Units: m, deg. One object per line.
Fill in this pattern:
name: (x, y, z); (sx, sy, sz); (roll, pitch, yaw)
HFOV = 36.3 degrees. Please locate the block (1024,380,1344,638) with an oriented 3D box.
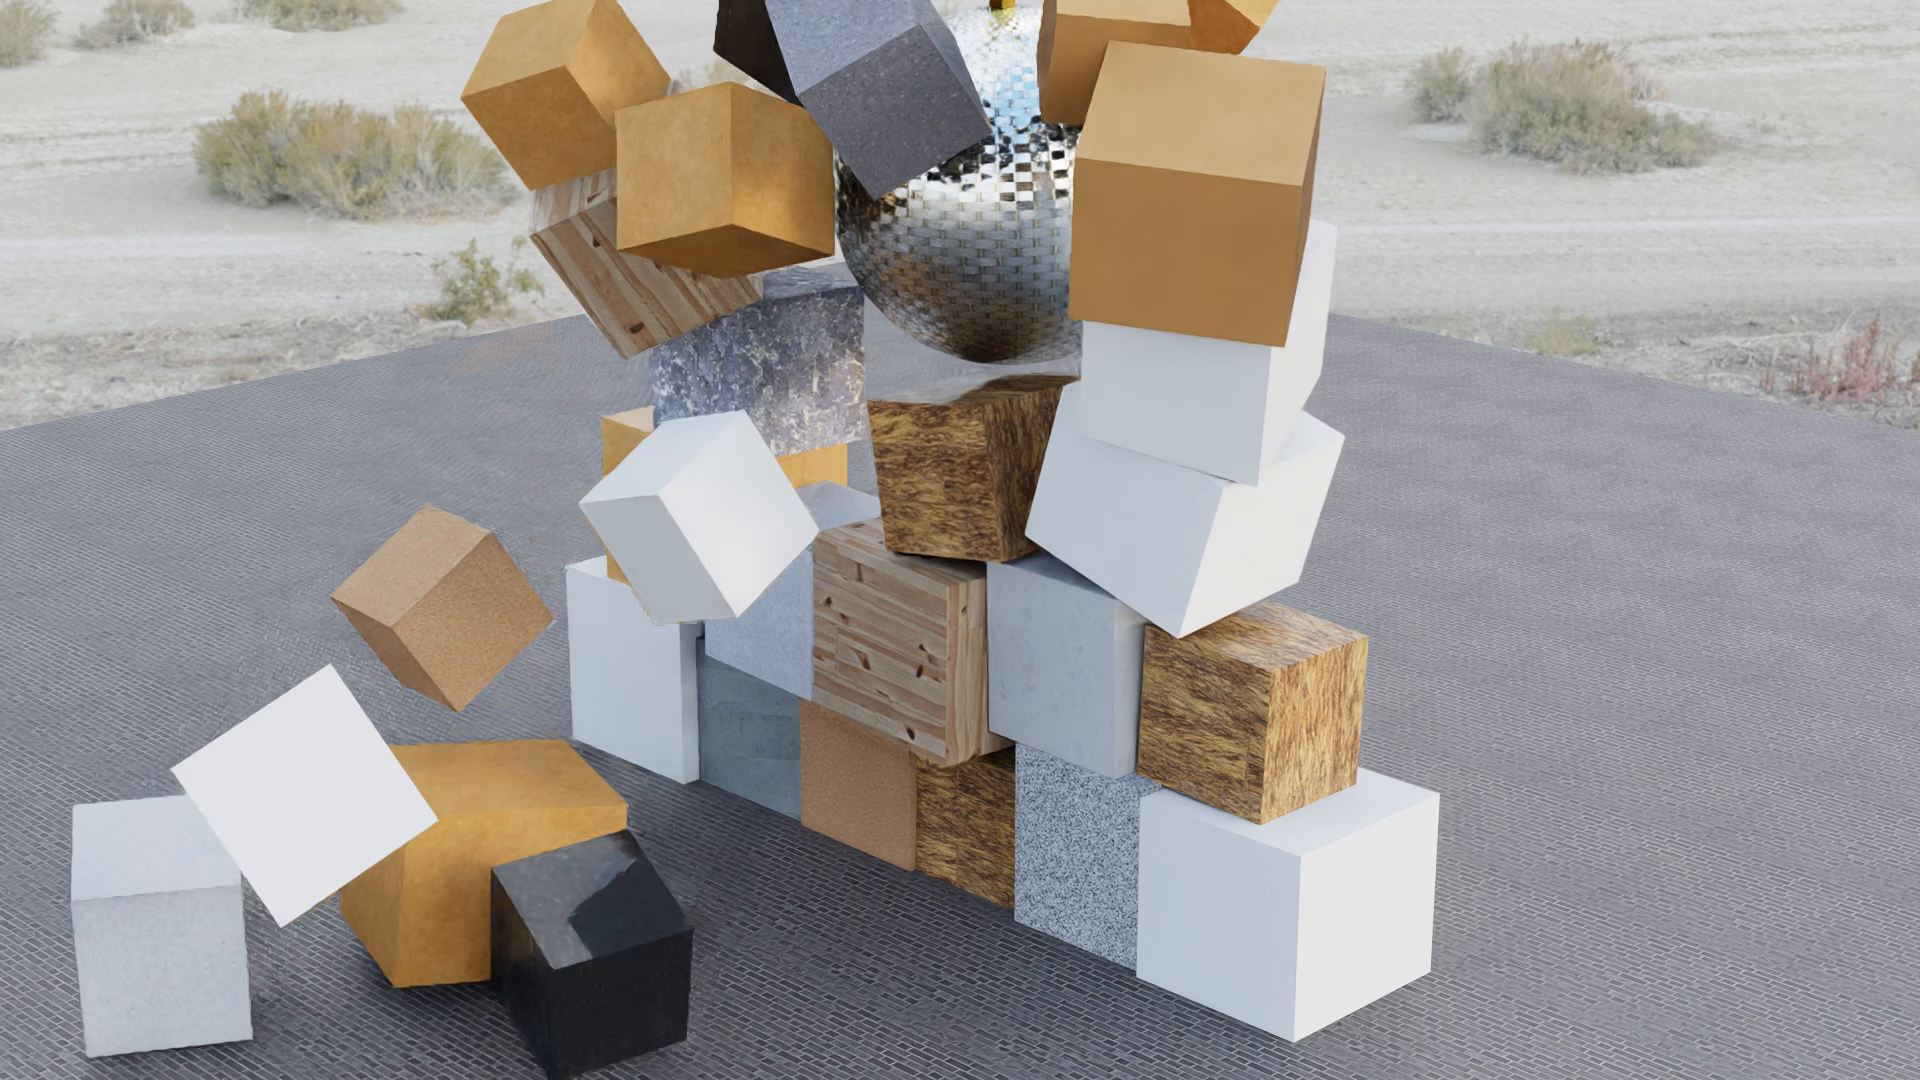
block: (0.930, -0.225, 12.224); (0.861, 0.733, 0.830); (34, 37, 30)

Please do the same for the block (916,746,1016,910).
block: (0.284, 1.208, 13.407); (0.687, 0.656, 0.676); (-17, 24, -42)

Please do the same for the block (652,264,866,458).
block: (-0.965, -0.868, 13.978); (0.697, 0.754, 0.775); (-14, 22, -37)

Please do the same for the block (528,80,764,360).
block: (-1.420, -1.470, 13.468); (0.737, 0.798, 0.737); (-22, 39, 17)

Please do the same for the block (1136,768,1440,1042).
block: (1.377, 1.457, 12.345); (0.923, 0.817, 0.851); (-17, 24, -42)

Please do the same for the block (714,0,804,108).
block: (-0.629, -2.451, 13.281); (0.708, 0.735, 0.582); (36, 45, 28)

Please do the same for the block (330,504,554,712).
block: (-2.260, 0.292, 12.812); (0.599, 0.543, 0.551); (-46, 38, -20)

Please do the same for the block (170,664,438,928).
block: (-2.452, 0.960, 10.965); (0.676, 0.696, 0.697); (-35, 3, -15)

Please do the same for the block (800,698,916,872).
block: (-0.237, 1.027, 13.878); (0.712, 0.720, 0.760); (-16, 24, -42)

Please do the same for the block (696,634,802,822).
block: (-0.763, 0.839, 14.429); (0.724, 0.748, 0.777); (-17, 24, -42)

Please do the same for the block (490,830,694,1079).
block: (-1.478, 1.653, 11.709); (0.590, 0.613, 0.631); (-14, 40, -27)

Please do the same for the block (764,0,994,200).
block: (-0.332, -1.924, 11.884); (0.562, 0.654, 0.676); (-29, 46, 10)

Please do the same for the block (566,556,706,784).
block: (-1.372, 0.577, 14.953); (0.886, 0.933, 0.869); (17, 24, 42)

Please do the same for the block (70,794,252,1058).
block: (-3.250, 1.553, 11.946); (0.643, 0.736, 0.743); (-4, 26, -14)

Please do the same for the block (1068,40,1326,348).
block: (0.890, -1.305, 11.025); (0.824, 0.754, 0.752); (8, 45, 8)

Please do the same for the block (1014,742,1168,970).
block: (0.797, 1.277, 12.874); (0.812, 0.843, 0.759); (-17, 24, -42)

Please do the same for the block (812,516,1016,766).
block: (-0.055, 0.401, 13.280); (0.808, 0.832, 0.953); (-14, 23, -38)

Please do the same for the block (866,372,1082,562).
block: (0.120, -0.331, 12.885); (0.653, 0.680, 0.744); (-17, 15, -40)

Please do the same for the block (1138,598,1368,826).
block: (1.219, 0.691, 12.246); (0.629, 0.672, 0.674); (-17, 27, -42)

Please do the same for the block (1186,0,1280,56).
block: (0.953, -2.179, 11.898); (0.517, 0.516, 0.498); (37, 44, -4)

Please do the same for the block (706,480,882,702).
block: (-0.664, 0.226, 13.908); (0.760, 0.729, 0.802); (-15, 24, -40)

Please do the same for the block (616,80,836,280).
block: (-1.008, -1.536, 12.625); (0.637, 0.615, 0.693); (-8, -11, 35)

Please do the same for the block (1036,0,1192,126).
block: (0.588, -1.938, 11.407); (0.509, 0.480, 0.491); (4, 40, -5)

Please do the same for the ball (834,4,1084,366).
ball: (0.213, -1.577, 13.070); (1.600, 1.600, 1.600); (0, 17, 0)

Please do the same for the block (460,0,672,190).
block: (-1.772, -2.037, 13.216); (0.589, 0.571, 0.579); (-11, 43, 29)

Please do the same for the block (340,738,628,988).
block: (-2.039, 1.357, 12.498); (0.947, 0.753, 0.818); (-1, 16, -28)

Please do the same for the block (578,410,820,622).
block: (-1.049, -0.090, 11.824); (0.528, 0.613, 0.563); (-5, 34, 47)

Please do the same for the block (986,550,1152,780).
block: (0.672, 0.453, 12.722); (0.787, 0.802, 0.774); (-17, 24, -40)

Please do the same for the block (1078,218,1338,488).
block: (0.979, -0.828, 11.622); (0.762, 0.761, 0.755); (18, 47, 17)

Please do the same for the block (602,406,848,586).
block: (-1.158, -0.202, 14.496); (0.851, 0.828, 0.855); (-16, 23, -41)

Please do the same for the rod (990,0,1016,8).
rod: (0.092, -4.780, 11.936); (0.080, 5.200, 0.080); (17, 27, 42)
